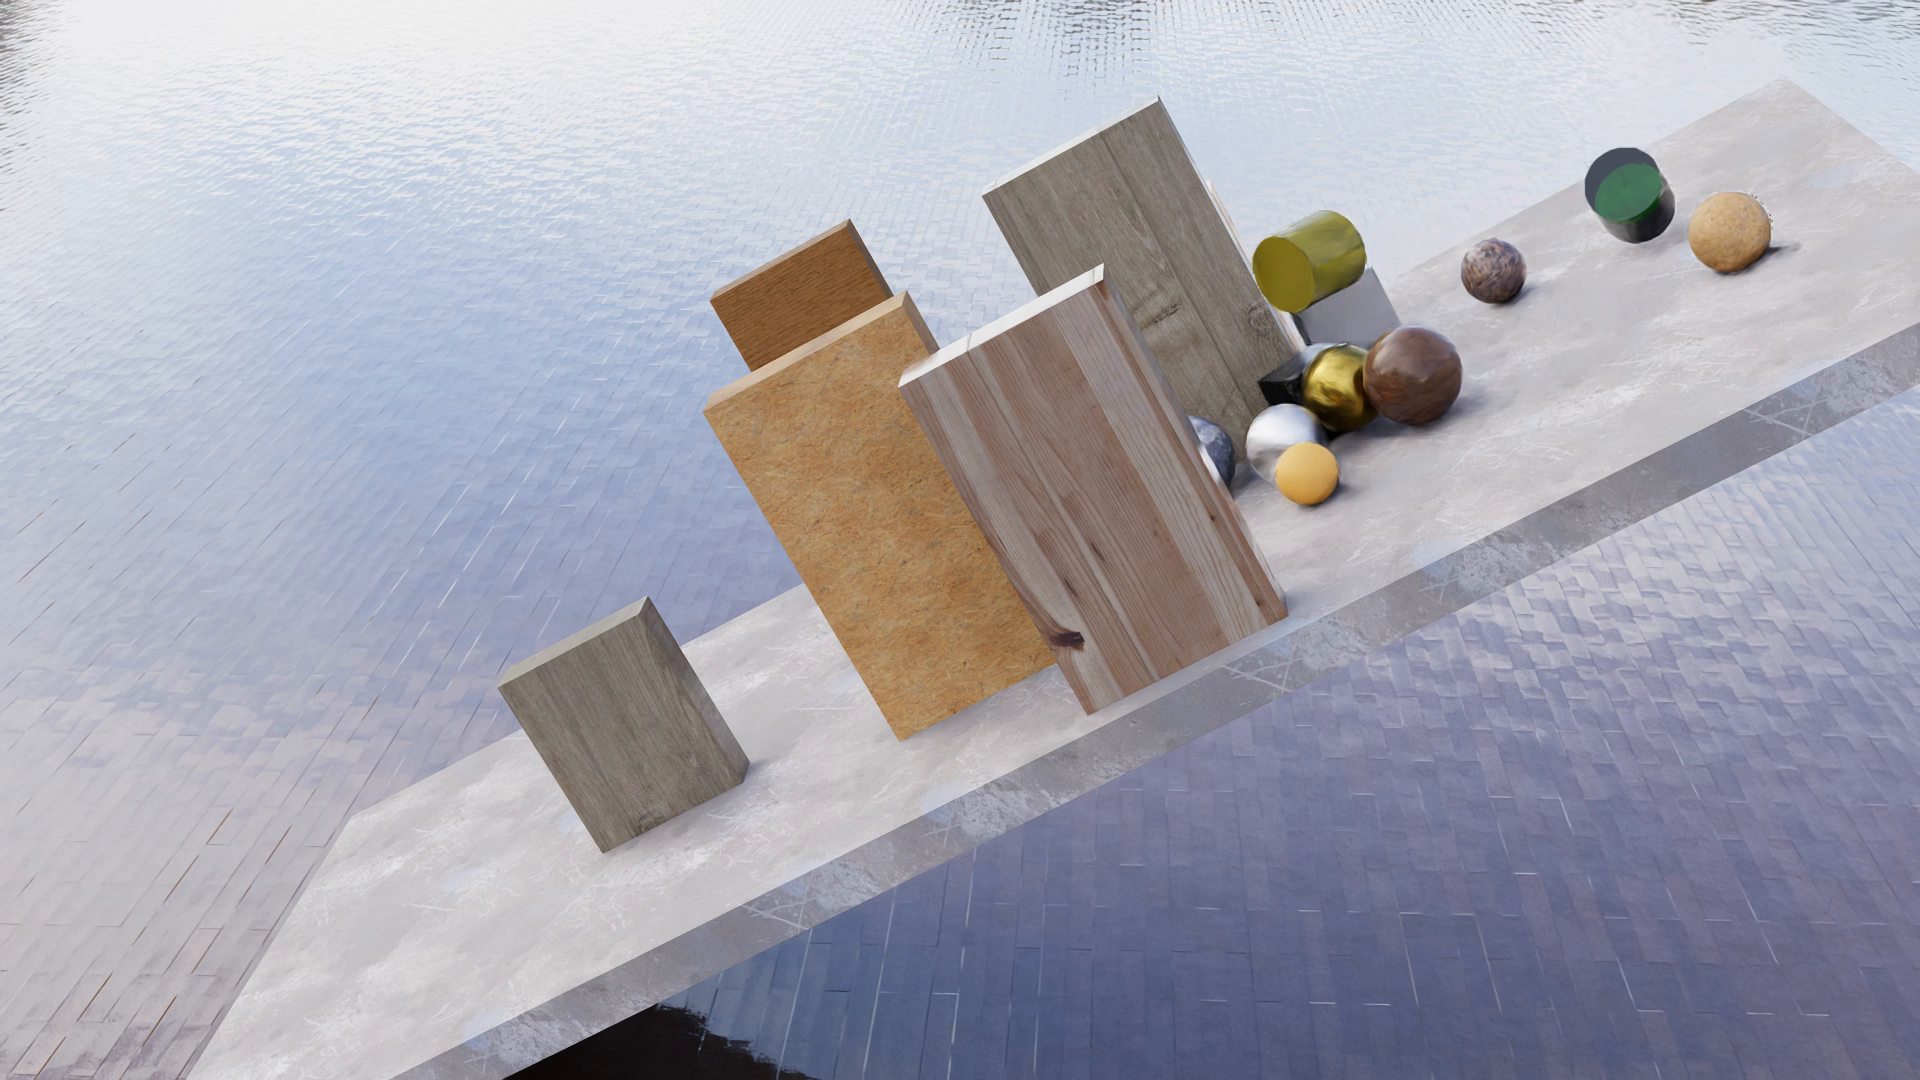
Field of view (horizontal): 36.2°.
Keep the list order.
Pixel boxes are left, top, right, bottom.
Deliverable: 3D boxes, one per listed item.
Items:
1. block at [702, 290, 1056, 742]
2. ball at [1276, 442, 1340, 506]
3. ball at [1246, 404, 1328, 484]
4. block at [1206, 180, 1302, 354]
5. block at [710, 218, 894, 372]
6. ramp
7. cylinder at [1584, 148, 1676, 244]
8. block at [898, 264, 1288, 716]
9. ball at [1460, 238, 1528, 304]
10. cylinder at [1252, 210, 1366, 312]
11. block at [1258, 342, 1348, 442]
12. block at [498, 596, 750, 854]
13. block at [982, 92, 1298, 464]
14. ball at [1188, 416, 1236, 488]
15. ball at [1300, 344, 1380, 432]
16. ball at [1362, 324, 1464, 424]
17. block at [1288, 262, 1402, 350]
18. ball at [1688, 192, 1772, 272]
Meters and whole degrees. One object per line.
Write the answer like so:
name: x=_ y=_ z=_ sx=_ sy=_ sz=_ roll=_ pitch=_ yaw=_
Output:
block: x=-0.111 y=-0.042 z=5.733 sx=0.438 sy=0.766 sz=0.134 roll=-27 pitch=14 yaw=11
ball: x=0.682 y=-0.130 z=5.771 sx=0.124 sy=0.124 sz=0.124 roll=0 pitch=18 yaw=0
ball: x=0.661 y=-0.192 z=5.938 sx=0.167 sy=0.167 sz=0.167 roll=0 pitch=18 yaw=0
block: x=0.560 y=-0.520 z=6.600 sx=0.264 sy=0.491 sz=0.146 roll=-27 pitch=14 yaw=11
block: x=-0.234 y=-0.332 z=6.960 sx=0.368 sy=0.771 sz=0.099 roll=-27 pitch=14 yaw=11
ramp: x=0.142 y=0.167 z=6.283 sx=4.000 sy=0.100 sz=2.000 roll=-27 pitch=14 yaw=11
cylinder: x=1.404 y=-0.722 z=6.162 sx=0.158 sy=0.158 sz=0.158 roll=9 pitch=-8 yaw=27
block: x=0.244 y=-0.086 z=5.302 sx=0.410 sy=0.704 sz=0.129 roll=-27 pitch=14 yaw=11
ball: x=1.151 y=-0.580 z=6.345 sx=0.142 sy=0.142 sz=0.142 roll=0 pitch=18 yaw=0
cylinder: x=0.734 y=-0.585 z=6.180 sx=0.169 sy=0.169 sz=0.169 roll=-28 pitch=31 yaw=-36
block: x=0.753 y=-0.307 z=6.169 sx=0.153 sy=0.153 sz=0.153 roll=-34 pitch=14 yaw=-19
block: x=-0.699 y=0.386 z=6.135 sx=0.344 sy=0.421 sz=0.116 roll=-27 pitch=14 yaw=11
block: x=0.417 y=-0.507 z=6.265 sx=0.418 sy=0.772 sz=0.103 roll=-27 pitch=14 yaw=11
ball: x=0.481 y=-0.163 z=6.148 sx=0.191 sy=0.191 sz=0.191 roll=0 pitch=18 yaw=0
ball: x=0.785 y=-0.309 z=6.002 sx=0.179 sy=0.179 sz=0.179 roll=0 pitch=18 yaw=0
ball: x=0.901 y=-0.329 z=5.854 sx=0.199 sy=0.199 sz=0.199 roll=0 pitch=18 yaw=0
block: x=0.849 y=-0.507 z=6.552 sx=0.191 sy=0.191 sz=0.191 roll=-29 pitch=21 yaw=3
ball: x=1.500 y=-0.601 z=5.735 sx=0.157 sy=0.157 sz=0.157 roll=0 pitch=18 yaw=0
